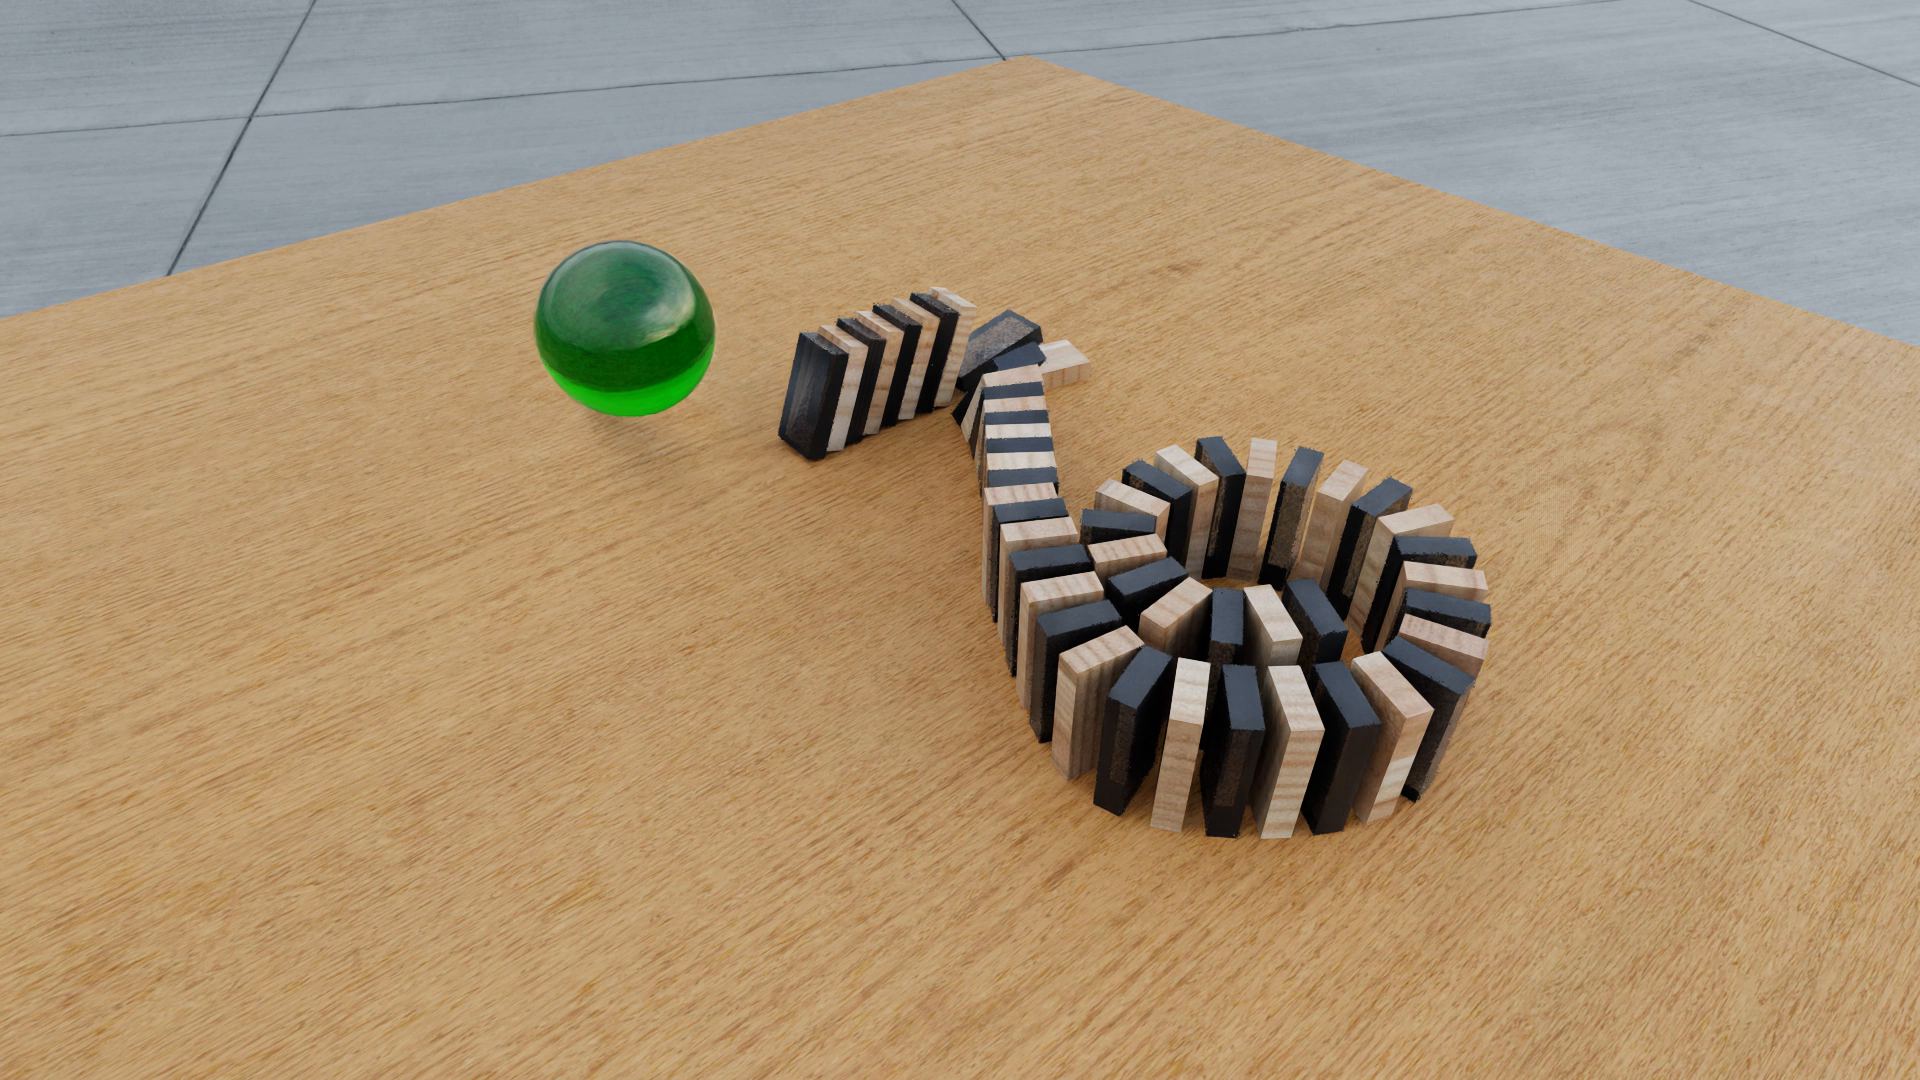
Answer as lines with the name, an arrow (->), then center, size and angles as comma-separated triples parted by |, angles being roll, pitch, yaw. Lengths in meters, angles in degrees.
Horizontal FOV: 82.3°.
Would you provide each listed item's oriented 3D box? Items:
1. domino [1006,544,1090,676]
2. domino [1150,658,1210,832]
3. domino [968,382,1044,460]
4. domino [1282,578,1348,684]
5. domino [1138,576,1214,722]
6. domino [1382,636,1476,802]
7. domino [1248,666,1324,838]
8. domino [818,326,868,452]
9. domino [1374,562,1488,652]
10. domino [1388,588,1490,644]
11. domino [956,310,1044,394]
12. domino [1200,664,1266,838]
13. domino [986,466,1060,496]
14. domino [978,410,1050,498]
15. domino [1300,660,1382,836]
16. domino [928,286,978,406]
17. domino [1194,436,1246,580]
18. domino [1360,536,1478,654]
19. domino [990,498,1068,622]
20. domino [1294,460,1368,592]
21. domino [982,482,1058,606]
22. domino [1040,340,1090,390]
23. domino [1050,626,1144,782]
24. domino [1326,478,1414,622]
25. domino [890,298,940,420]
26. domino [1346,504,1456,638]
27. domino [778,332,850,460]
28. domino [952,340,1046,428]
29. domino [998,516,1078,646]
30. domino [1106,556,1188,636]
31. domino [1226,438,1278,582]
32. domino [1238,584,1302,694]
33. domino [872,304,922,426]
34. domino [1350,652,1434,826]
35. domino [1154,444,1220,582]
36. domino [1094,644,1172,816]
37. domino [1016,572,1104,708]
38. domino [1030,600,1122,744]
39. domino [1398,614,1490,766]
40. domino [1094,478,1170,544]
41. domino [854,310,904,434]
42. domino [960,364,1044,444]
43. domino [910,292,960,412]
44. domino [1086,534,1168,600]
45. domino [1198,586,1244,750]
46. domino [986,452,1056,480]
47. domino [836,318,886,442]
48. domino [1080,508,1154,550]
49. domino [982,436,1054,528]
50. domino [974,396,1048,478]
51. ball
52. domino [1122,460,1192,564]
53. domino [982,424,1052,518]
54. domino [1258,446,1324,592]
domino -> 0.030, 0.025, 0.381 | 0.025, 0.050, 0.009 | -7, 40, -8
domino -> 0.067, 0.063, 0.335 | 0.010, 0.050, 0.025 | 9, 40, 11
domino -> 0.020, -0.051, 0.475 | 0.025, 0.050, 0.010 | -8, 70, -9
domino -> 0.113, 0.040, 0.363 | 0.010, 0.050, 0.025 | -7, 40, -9
domino -> 0.069, 0.039, 0.364 | 0.025, 0.050, 0.009 | -32, 49, -33
domino -> 0.139, 0.056, 0.343 | 0.010, 0.050, 0.025 | -32, 49, -33
domino -> 0.097, 0.065, 0.333 | 0.010, 0.050, 0.025 | -2, 39, -2
domino -> -0.058, -0.068, 0.495 | 0.010, 0.050, 0.025 | -9, 35, -43
domino -> 0.158, 0.031, 0.374 | 0.025, 0.050, 0.009 | 7, 40, 9
domino -> 0.154, 0.040, 0.363 | 0.025, 0.050, 0.010 | 13, 41, 15
domino -> 0.013, -0.093, 0.541 | 0.050, 0.010, 0.025 | -35, 47, -18
domino -> 0.082, 0.064, 0.333 | 0.009, 0.050, 0.025 | 3, 39, 4
domino -> 0.023, -0.004, 0.417 | 0.025, 0.050, 0.009 | -4, 42, -5
domino -> 0.022, -0.035, 0.454 | 0.025, 0.050, 0.009 | -3, 62, -4
domino -> 0.112, 0.064, 0.334 | 0.009, 0.050, 0.025 | -6, 40, -8
domino -> -0.010, -0.092, 0.523 | 0.009, 0.050, 0.025 | -8, 35, -42
domino -> 0.098, -0.012, 0.426 | 0.010, 0.050, 0.025 | -7, 40, -9
domino -> 0.160, 0.021, 0.385 | 0.025, 0.050, 0.009 | 1, 39, 2
domino -> 0.025, 0.008, 0.401 | 0.025, 0.050, 0.010 | -6, 42, -8
domino -> 0.139, -0.003, 0.415 | 0.010, 0.050, 0.025 | 25, 46, 28
domino -> 0.022, 0.002, 0.409 | 0.025, 0.050, 0.009 | -5, 42, -7
domino -> 0.037, -0.085, 0.547 | 0.050, 0.010, 0.025 | -16, 42, -19
domino -> 0.043, 0.052, 0.348 | 0.025, 0.050, 0.010 | -20, 43, -23
domino -> 0.150, 0.004, 0.407 | 0.025, 0.050, 0.010 | -30, 48, -31
domino -> -0.027, -0.085, 0.515 | 0.009, 0.050, 0.025 | -8, 35, -43
domino -> 0.158, 0.012, 0.397 | 0.025, 0.050, 0.009 | -12, 41, -15
domino -> -0.066, -0.064, 0.490 | 0.009, 0.050, 0.025 | -8, 35, -43
domino -> 0.017, -0.069, 0.499 | 0.025, 0.050, 0.010 | -28, 81, -30
domino -> 0.027, 0.016, 0.392 | 0.025, 0.050, 0.009 | -6, 40, -8
domino -> 0.061, 0.031, 0.374 | 0.025, 0.050, 0.010 | -18, 42, -20
domino -> 0.113, -0.011, 0.425 | 0.010, 0.050, 0.025 | 10, 40, 12
domino -> 0.098, 0.042, 0.360 | 0.010, 0.050, 0.025 | -7, 40, -8
domino -> -0.035, -0.081, 0.510 | 0.010, 0.050, 0.025 | -8, 35, -43
domino -> 0.126, 0.061, 0.337 | 0.009, 0.050, 0.025 | -13, 41, -16
domino -> 0.084, -0.008, 0.422 | 0.009, 0.050, 0.025 | -21, 44, -23
domino -> 0.053, 0.059, 0.339 | 0.009, 0.050, 0.025 | 22, 44, 25
domino -> 0.033, 0.034, 0.370 | 0.025, 0.050, 0.010 | -9, 40, -11
domino -> 0.037, 0.043, 0.358 | 0.025, 0.050, 0.009 | -12, 41, -14
domino -> 0.148, 0.049, 0.352 | 0.025, 0.050, 0.010 | 19, 43, 22
domino -> 0.061, 0.004, 0.407 | 0.025, 0.050, 0.009 | 25, 46, 28
domino -> -0.043, -0.077, 0.505 | 0.009, 0.050, 0.025 | -8, 35, -43
domino -> 0.018, -0.060, 0.486 | 0.025, 0.050, 0.009 | -13, 74, -15
domino -> -0.018, -0.088, 0.519 | 0.009, 0.050, 0.025 | -8, 35, -42
domino -> 0.056, 0.022, 0.385 | 0.025, 0.050, 0.010 | -9, 40, -11
domino -> 0.084, 0.043, 0.359 | 0.009, 0.050, 0.025 | 7, 40, 9
domino -> 0.023, -0.011, 0.425 | 0.025, 0.050, 0.009 | -2, 44, -3
domino -> -0.050, -0.072, 0.500 | 0.010, 0.050, 0.025 | -8, 35, -43
domino -> 0.055, 0.013, 0.396 | 0.025, 0.050, 0.009 | 6, 40, 7
domino -> 0.022, -0.019, 0.434 | 0.025, 0.050, 0.009 | -2, 50, -3
domino -> 0.021, -0.043, 0.465 | 0.025, 0.050, 0.010 | -5, 67, -6
ball -> -0.153, -0.097, 0.506 | 0.080, 0.080, 0.080 | 0, 39, 0
domino -> 0.072, -0.003, 0.415 | 0.009, 0.050, 0.025 | -29, 47, -31
domino -> 0.022, -0.027, 0.444 | 0.025, 0.050, 0.009 | -2, 56, -3
domino -> 0.126, -0.008, 0.421 | 0.010, 0.050, 0.025 | 19, 43, 21
